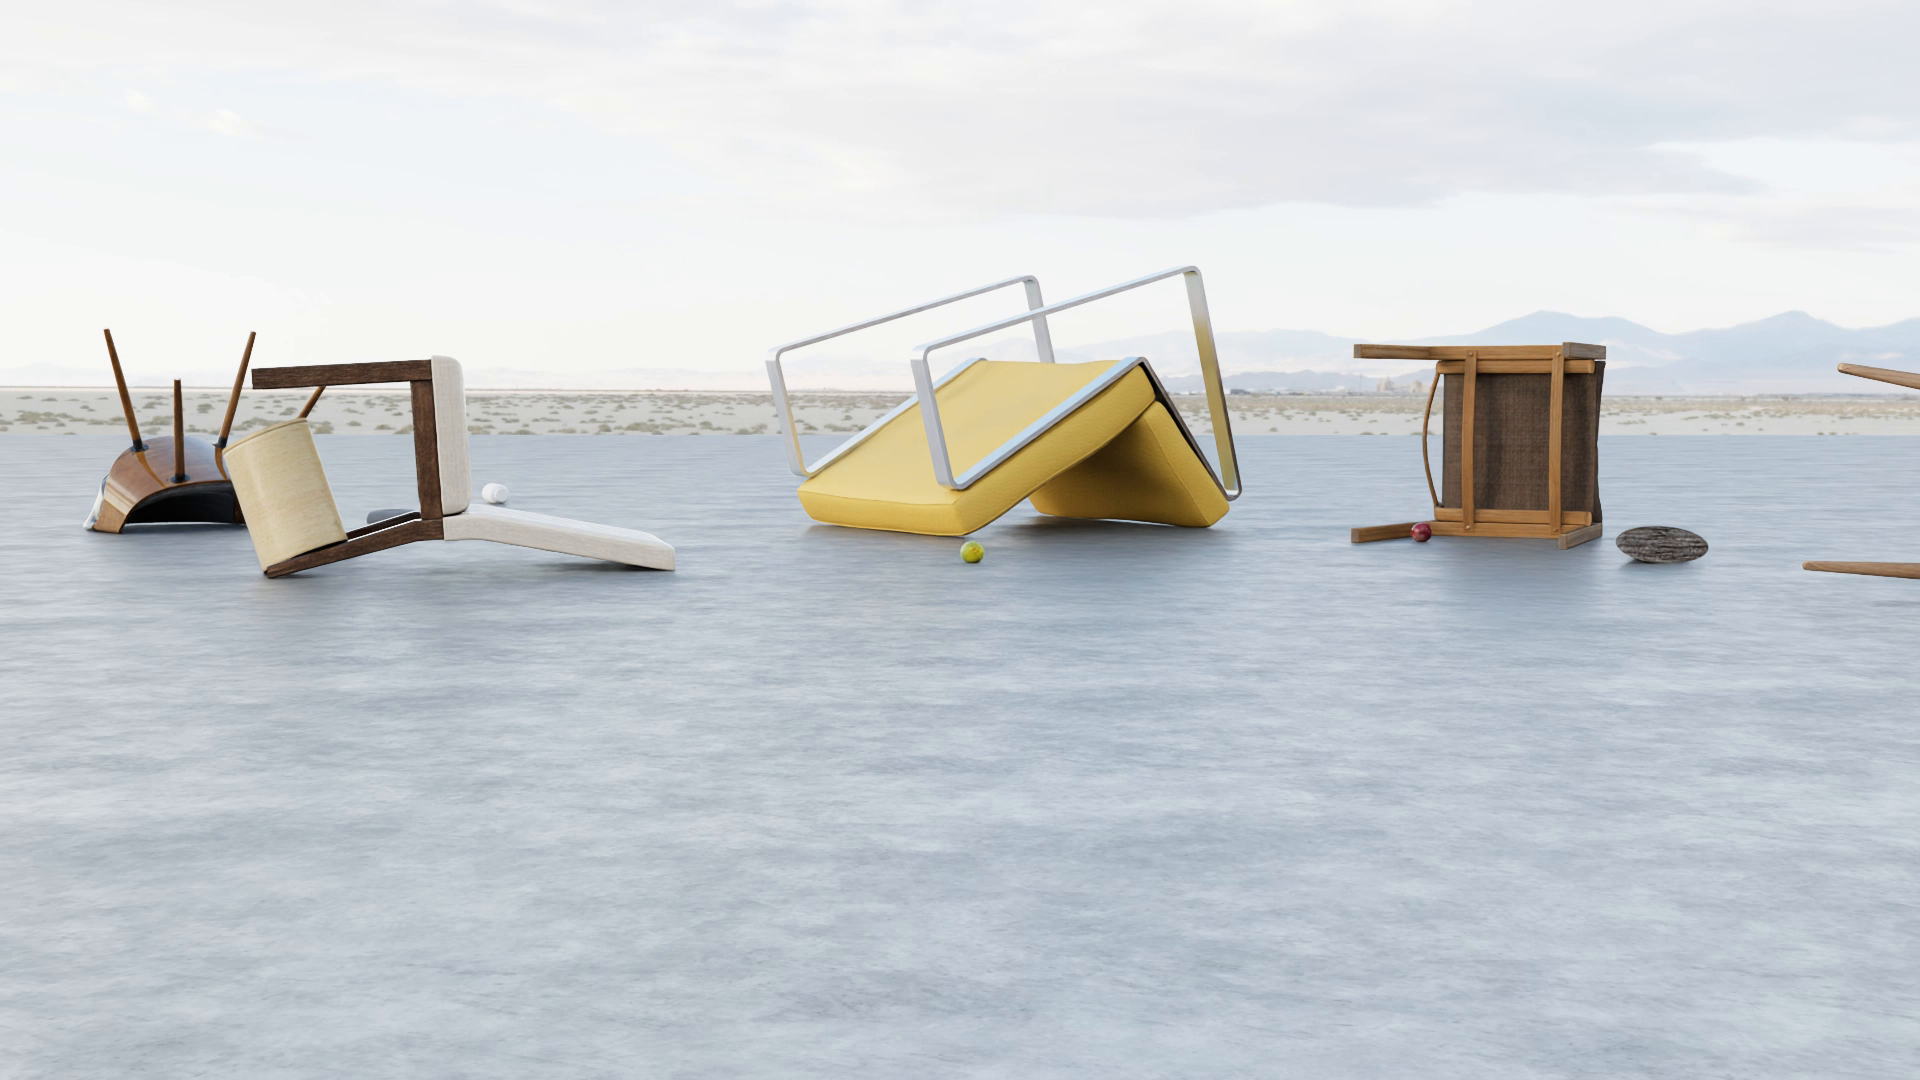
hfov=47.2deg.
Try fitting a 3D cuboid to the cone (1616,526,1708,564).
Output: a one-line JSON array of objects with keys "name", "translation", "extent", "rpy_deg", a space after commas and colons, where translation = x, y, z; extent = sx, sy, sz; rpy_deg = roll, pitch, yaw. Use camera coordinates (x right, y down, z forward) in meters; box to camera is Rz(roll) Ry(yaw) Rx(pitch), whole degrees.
[{"name": "cone", "translation": [1.800, 0.031, 5.745], "extent": [0.267, 0.100, 0.135], "rpy_deg": [2, -17, -13]}]

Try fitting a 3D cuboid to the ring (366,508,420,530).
[{"name": "ring", "translation": [-1.817, -0.065, 7.053], "extent": [0.168, 0.063, 0.120], "rpy_deg": [-2, 6, -15]}]

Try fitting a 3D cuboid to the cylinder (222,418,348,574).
[{"name": "cylinder", "translation": [-1.630, -0.106, 5.311], "extent": [0.259, 0.311, 0.148], "rpy_deg": [-21, -2, 28]}]

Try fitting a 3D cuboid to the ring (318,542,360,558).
[{"name": "ring", "translation": [-1.699, 0.026, 5.887], "extent": [0.158, 0.039, 0.204], "rpy_deg": [3, 4, 25]}]
